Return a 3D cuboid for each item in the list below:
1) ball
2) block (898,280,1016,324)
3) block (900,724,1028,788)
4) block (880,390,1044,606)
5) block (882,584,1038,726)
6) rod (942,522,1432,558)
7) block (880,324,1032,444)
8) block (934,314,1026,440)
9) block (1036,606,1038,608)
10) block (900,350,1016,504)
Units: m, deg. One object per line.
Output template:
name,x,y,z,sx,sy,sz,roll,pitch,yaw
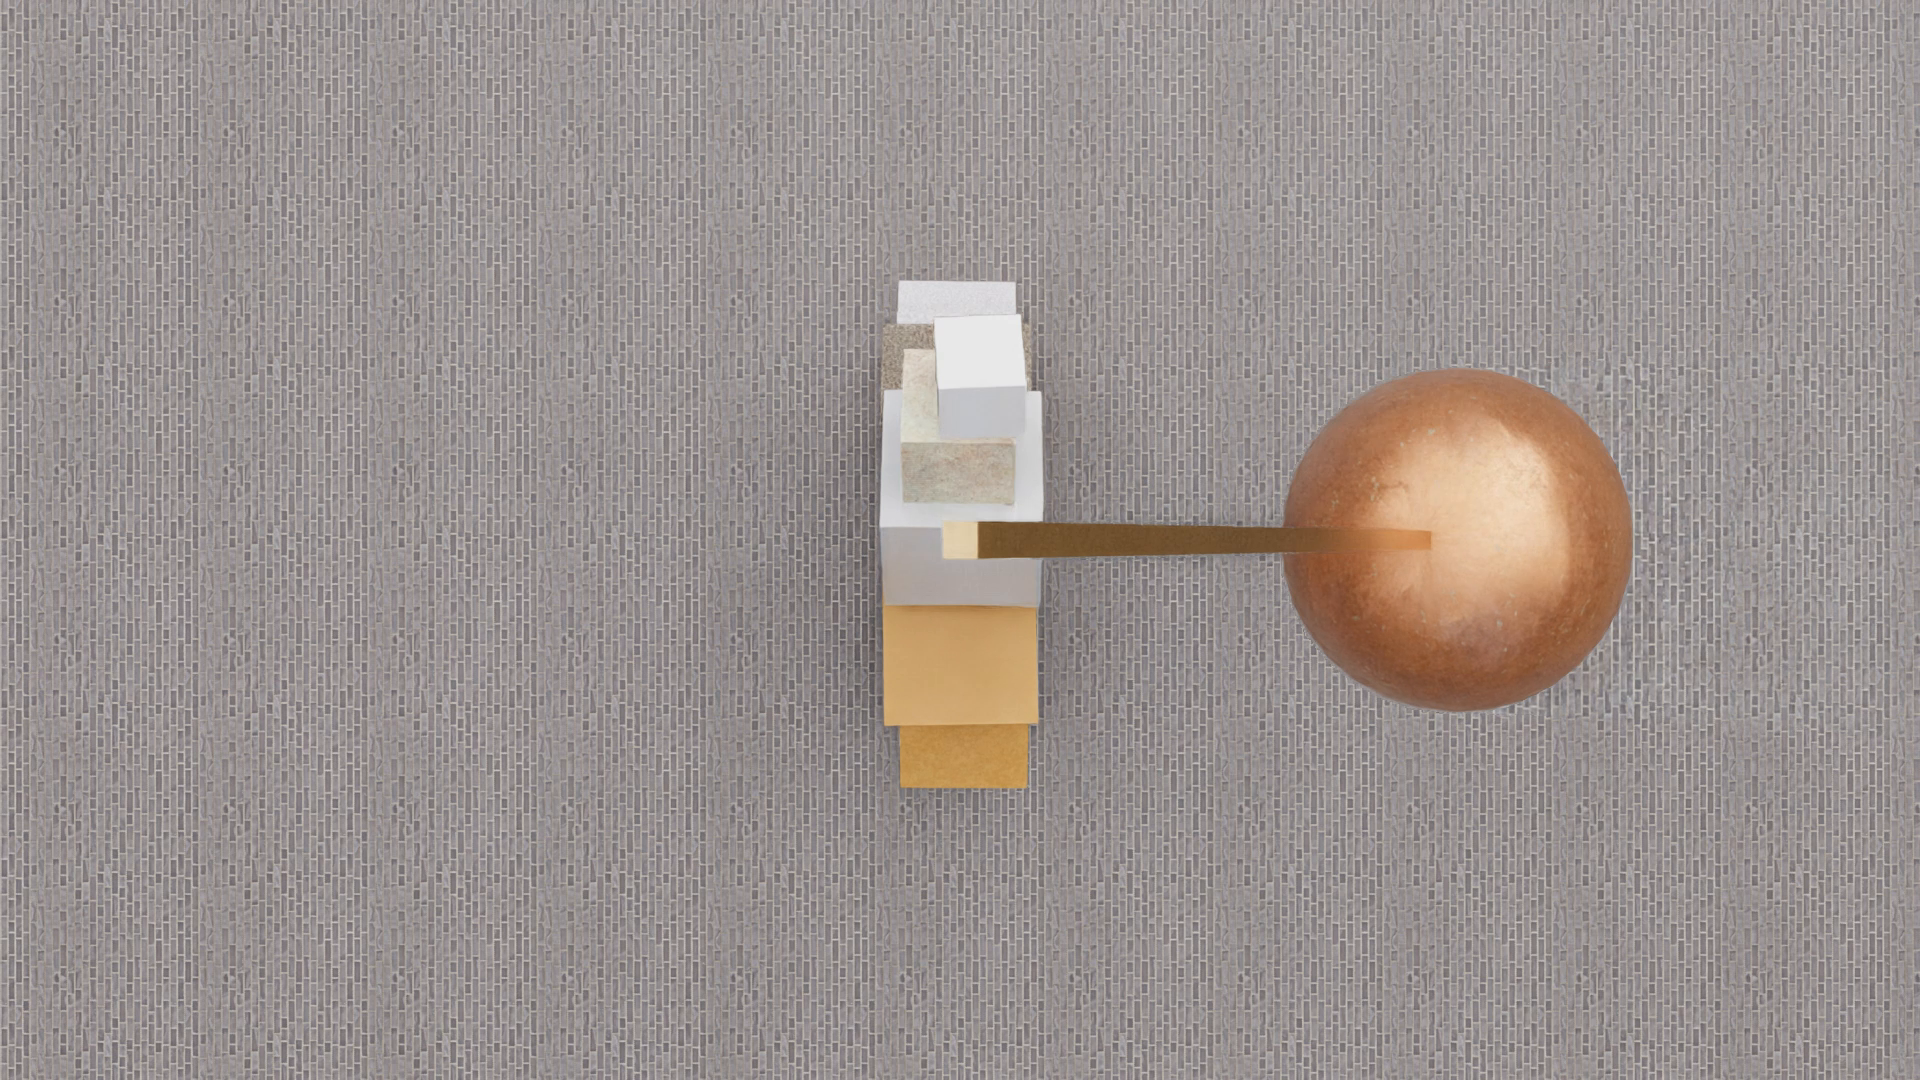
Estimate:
ball,2.295,0.000,10.210,1.600,1.600,1.600,0,90,0
block,-0.021,-0.932,11.869,0.627,0.699,0.628,1,133,0
block,0.022,0.876,11.895,0.676,0.666,0.654,0,120,0
block,0.011,-0.197,10.538,0.748,0.670,0.792,0,56,0
block,0.000,0.531,11.082,0.746,0.753,0.790,-1,86,0
rod,0.994,0.000,7.068,0.080,5.200,0.080,0,90,22
block,-0.014,-0.644,11.140,0.742,0.647,0.626,0,57,1
block,0.086,-0.717,9.701,0.378,0.364,0.396,-3,56,-2
block,0.018,-0.041,12.515,0.816,0.971,0.816,0,90,0
block,-0.002,-0.516,10.067,0.512,0.467,0.528,1,56,1
